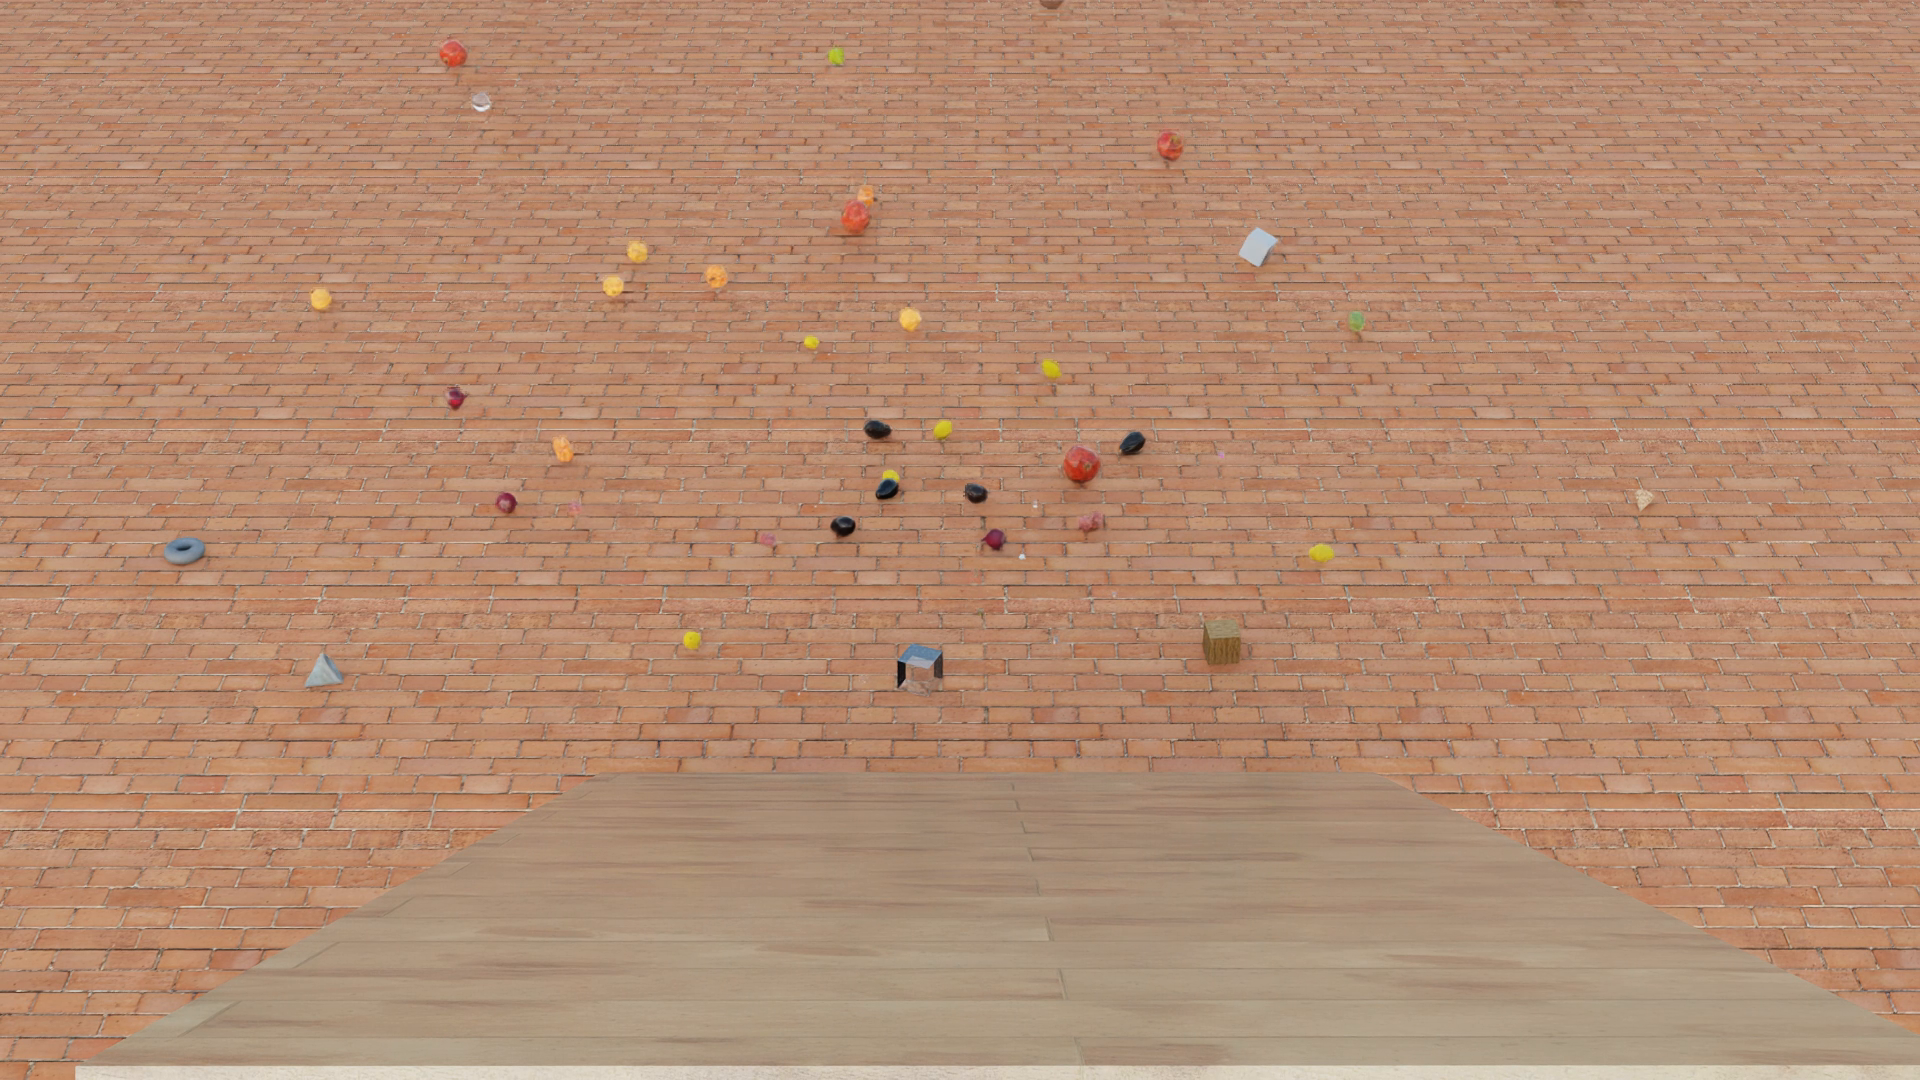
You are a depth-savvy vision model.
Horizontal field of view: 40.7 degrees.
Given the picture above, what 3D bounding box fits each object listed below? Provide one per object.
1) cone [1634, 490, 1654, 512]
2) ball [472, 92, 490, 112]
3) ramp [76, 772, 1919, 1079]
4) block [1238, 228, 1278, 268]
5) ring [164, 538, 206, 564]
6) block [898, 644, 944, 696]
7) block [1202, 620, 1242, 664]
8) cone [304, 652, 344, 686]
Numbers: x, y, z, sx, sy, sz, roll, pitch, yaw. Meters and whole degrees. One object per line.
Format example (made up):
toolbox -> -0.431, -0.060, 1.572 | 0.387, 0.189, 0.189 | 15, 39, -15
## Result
cone -> 2.104, -0.111, 7.992 | 0.062, 0.062, 0.062 | 12, 61, 19
ball -> -1.967, -1.799, 10.651 | 0.075, 0.075, 0.075 | 0, 32, 0
ramp -> 0.071, 0.626, 4.718 | 2.000, 0.100, 4.000 | 0, -1, 0
block -> 1.086, -1.066, 9.434 | 0.090, 0.090, 0.090 | 33, 38, 11
ring -> -2.320, 0.032, 7.752 | 0.122, 0.041, 0.122 | -1, 31, 0
block -> -0.110, 0.360, 7.174 | 0.095, 0.095, 0.095 | 14, 35, 21
block -> 0.737, 0.287, 7.296 | 0.090, 0.090, 0.090 | -3, 32, -4
cone -> -1.781, 0.380, 7.190 | 0.100, 0.100, 0.100 | -33, 38, -2
